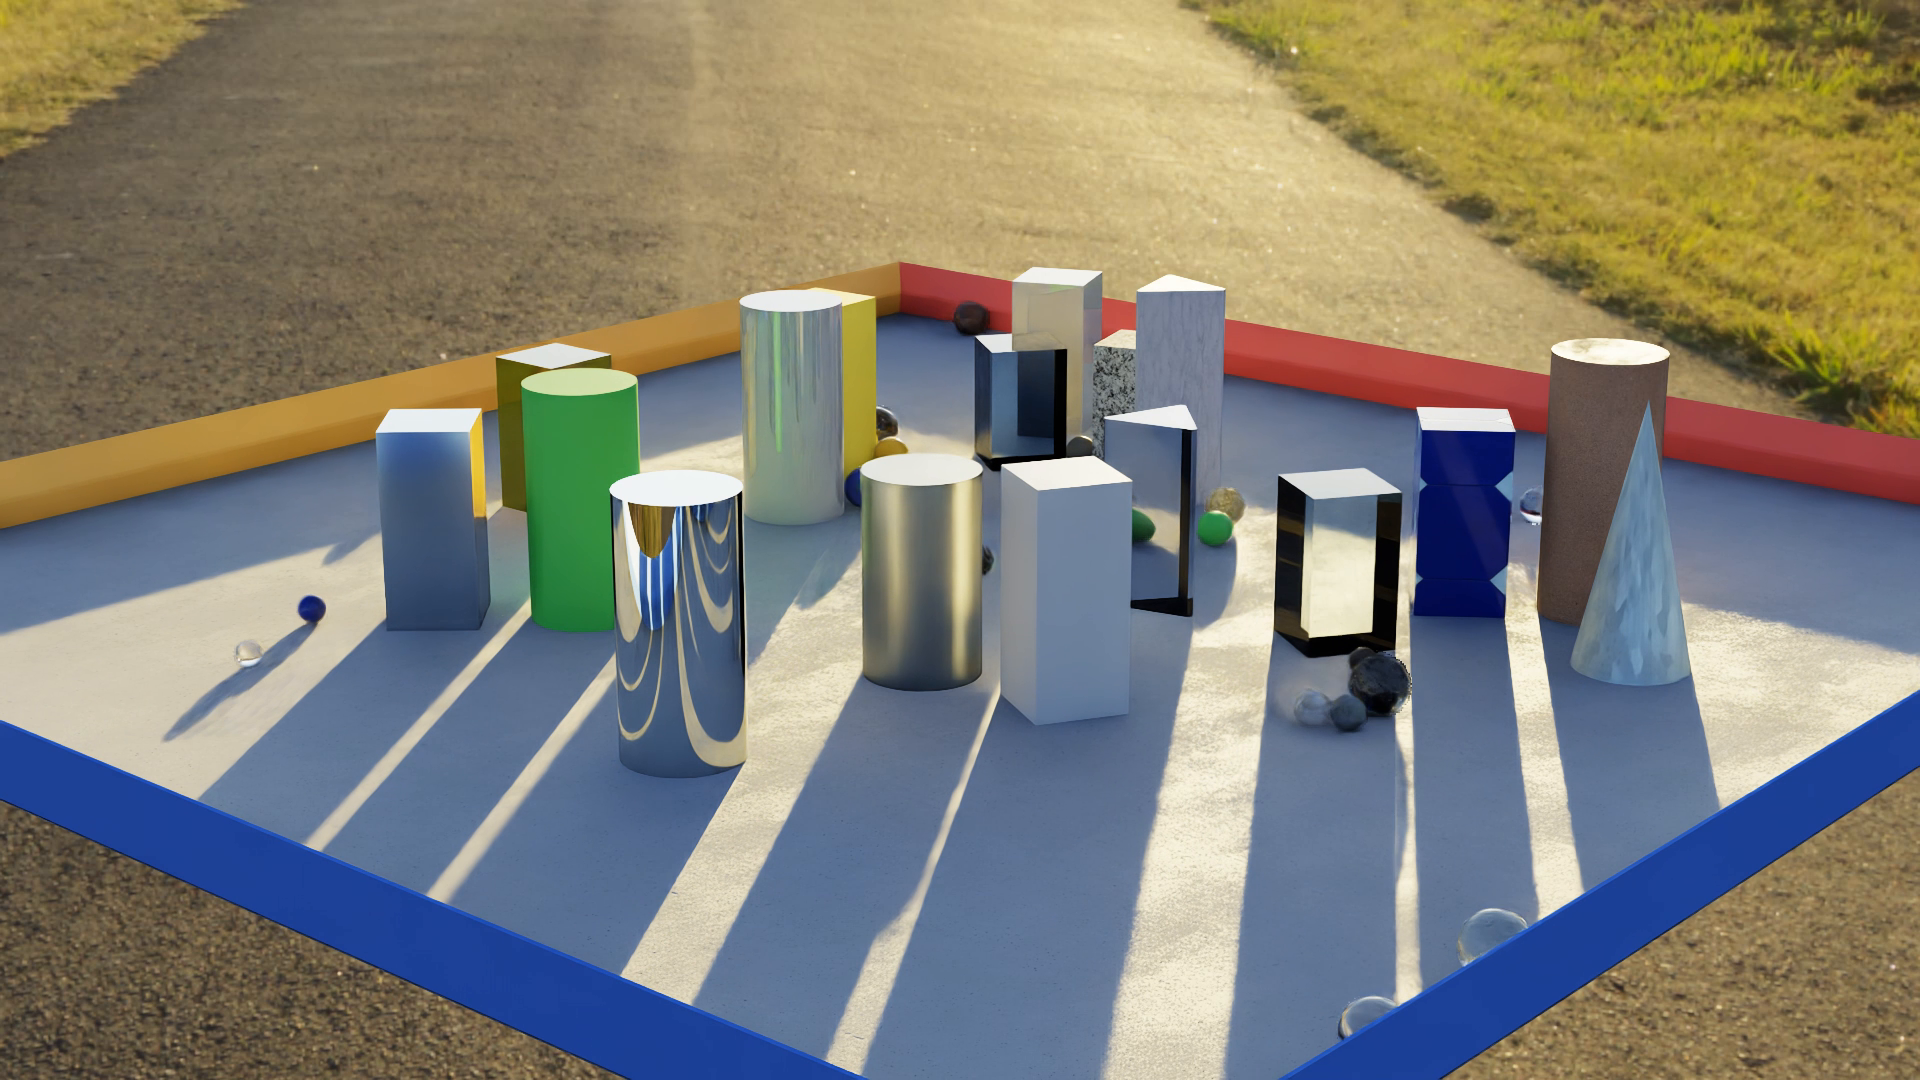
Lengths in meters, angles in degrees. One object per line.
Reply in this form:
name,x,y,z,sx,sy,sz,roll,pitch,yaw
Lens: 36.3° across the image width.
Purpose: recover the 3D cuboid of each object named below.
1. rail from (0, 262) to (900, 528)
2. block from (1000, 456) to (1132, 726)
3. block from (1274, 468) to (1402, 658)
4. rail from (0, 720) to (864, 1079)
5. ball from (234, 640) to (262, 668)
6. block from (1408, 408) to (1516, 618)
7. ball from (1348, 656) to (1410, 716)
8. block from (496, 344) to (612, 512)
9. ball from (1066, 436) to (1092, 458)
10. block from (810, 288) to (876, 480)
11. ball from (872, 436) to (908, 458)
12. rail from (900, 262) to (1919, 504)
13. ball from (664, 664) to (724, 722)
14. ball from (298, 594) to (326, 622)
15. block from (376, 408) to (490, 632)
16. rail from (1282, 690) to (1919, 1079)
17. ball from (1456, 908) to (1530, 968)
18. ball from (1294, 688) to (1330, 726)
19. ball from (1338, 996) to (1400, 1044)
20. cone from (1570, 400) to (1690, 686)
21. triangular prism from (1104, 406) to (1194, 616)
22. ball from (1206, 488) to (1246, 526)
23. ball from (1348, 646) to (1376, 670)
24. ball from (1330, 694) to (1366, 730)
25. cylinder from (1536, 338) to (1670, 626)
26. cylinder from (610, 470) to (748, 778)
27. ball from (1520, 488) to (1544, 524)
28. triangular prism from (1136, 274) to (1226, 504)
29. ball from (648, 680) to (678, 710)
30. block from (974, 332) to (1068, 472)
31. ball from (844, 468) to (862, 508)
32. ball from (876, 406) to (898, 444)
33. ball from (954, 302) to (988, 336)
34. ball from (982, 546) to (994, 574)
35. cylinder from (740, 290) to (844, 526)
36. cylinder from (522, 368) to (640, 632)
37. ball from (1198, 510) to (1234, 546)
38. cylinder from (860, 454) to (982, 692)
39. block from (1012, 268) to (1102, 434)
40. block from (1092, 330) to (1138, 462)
rail,-1.207,-0.271,6.124,0.045,0.126,3.276,14,22,39
block,0.163,0.077,4.542,0.155,0.375,0.155,-6,18,-19
block,0.624,0.037,4.855,0.155,0.271,0.155,-5,17,-15
rail,-1.058,0.384,3.953,3.245,0.126,0.045,14,22,39
ball,-1.155,0.184,4.759,0.044,0.044,0.044,0,17,0
block,0.860,-0.048,5.037,0.155,0.328,0.155,1,17,5
ball,0.648,0.225,4.537,0.094,0.094,0.094,0,17,0
block,-0.775,-0.210,5.629,0.155,0.295,0.155,14,21,38
ball,0.245,-0.179,5.933,0.062,0.062,0.062,0,17,0
block,-0.276,-0.309,5.856,0.155,0.353,0.155,12,21,35
ball,-0.139,-0.171,5.890,0.072,0.072,0.072,0,17,0
rail,1.058,-0.321,6.287,3.245,0.126,0.045,14,22,39
ball,-0.410,0.235,4.508,0.091,0.091,0.091,0,17,0
ball,-1.099,0.117,4.975,0.048,0.048,0.048,0,17,0
block,-0.889,-0.035,4.963,0.155,0.346,0.155,0,17,-2
rail,1.207,0.334,4.117,0.045,0.126,3.276,14,22,39
ball,0.661,0.501,3.619,0.095,0.095,0.095,0,17,0
ball,0.540,0.257,4.494,0.058,0.058,0.058,0,17,0
ball,0.481,0.571,3.409,0.083,0.083,0.083,0,17,0
cone,1.090,-0.009,4.703,0.193,0.447,0.193,0,17,0
triangular prism,0.353,-0.057,5.062,0.167,0.331,0.145,9,19,26
ball,0.500,-0.061,5.520,0.074,0.074,0.074,0,17,0
ball,0.649,0.195,4.717,0.047,0.047,0.047,0,17,0
ball,0.593,0.263,4.478,0.055,0.055,0.055,0,17,0
cylinder,1.089,-0.097,4.977,0.193,0.457,0.193,0,17,0
cylinder,-0.412,0.122,4.322,0.193,0.415,0.193,0,17,0
ball,1.093,-0.066,5.545,0.068,0.068,0.068,0,17,0
triangular prism,0.413,-0.291,5.679,0.167,0.423,0.145,-2,17,-5
ball,-0.461,0.241,4.563,0.048,0.048,0.048,0,17,0
block,0.122,-0.282,5.956,0.155,0.245,0.155,-4,17,-12
ball,-0.183,-0.101,5.642,0.080,0.080,0.080,0,17,0
ball,-0.172,-0.230,6.056,0.089,0.089,0.089,0,17,0
ball,0.026,-0.535,7.077,0.082,0.082,0.082,0,17,0
ball,0.032,0.036,5.232,0.055,0.055,0.055,0,17,0
cylinder,-0.318,-0.253,5.571,0.193,0.412,0.193,0,17,0
cylinder,-0.637,-0.069,4.964,0.193,0.410,0.193,0,17,0
ball,0.471,-0.022,5.406,0.064,0.064,0.064,0,17,0
cylinder,-0.061,0.050,4.692,0.193,0.340,0.193,0,17,0
block,0.206,-0.403,6.226,0.155,0.320,0.155,5,18,17
block,0.368,-0.277,5.916,0.155,0.258,0.155,7,18,22
